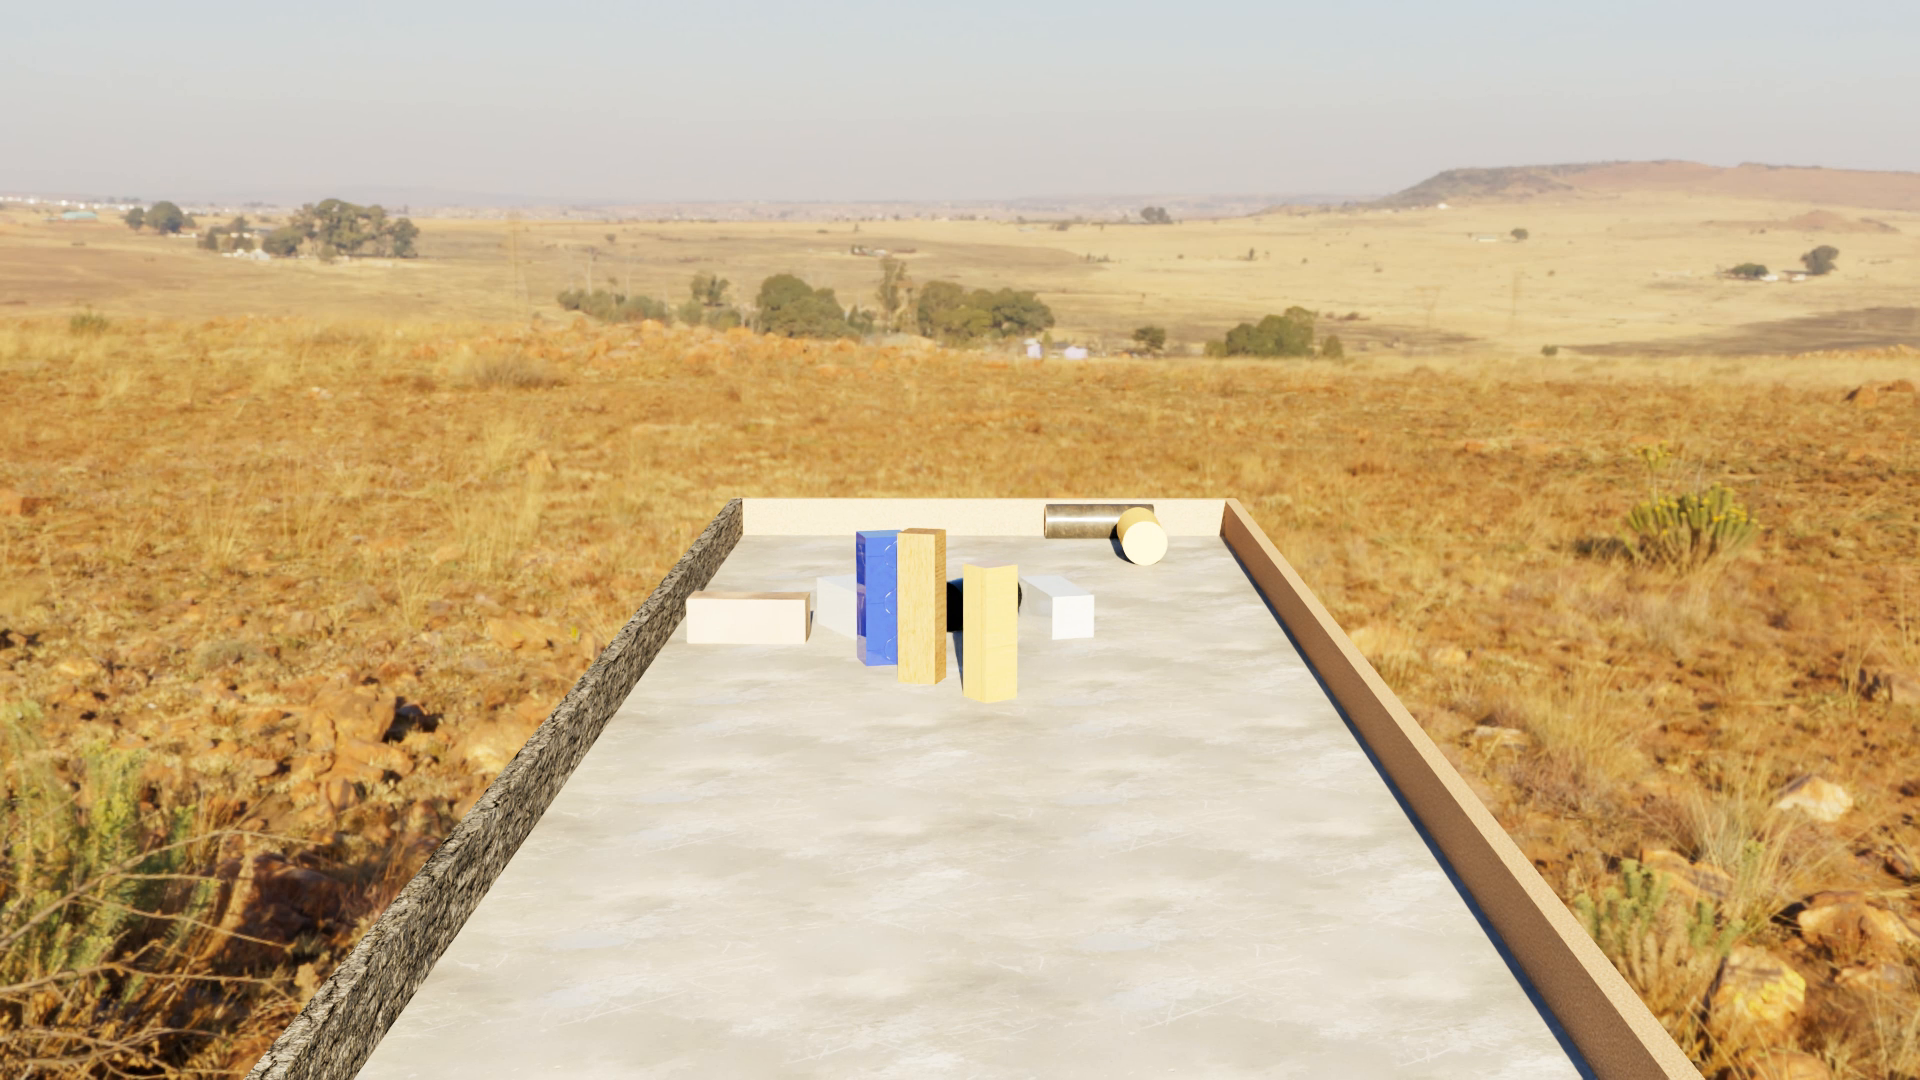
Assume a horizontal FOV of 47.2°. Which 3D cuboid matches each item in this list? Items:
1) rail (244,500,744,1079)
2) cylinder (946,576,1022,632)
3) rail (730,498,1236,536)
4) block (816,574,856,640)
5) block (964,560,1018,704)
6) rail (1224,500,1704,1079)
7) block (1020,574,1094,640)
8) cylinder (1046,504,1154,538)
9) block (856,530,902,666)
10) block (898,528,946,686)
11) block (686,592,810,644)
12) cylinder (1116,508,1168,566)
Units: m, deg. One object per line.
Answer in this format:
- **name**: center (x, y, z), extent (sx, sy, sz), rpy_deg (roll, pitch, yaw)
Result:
- **rail**: center (-1.004, 0.839, 3.234), extent (0.050, 0.150, 12.000), rpy_deg (0, 9, 1)
- **cylinder**: center (0.047, 0.197, 7.236), extent (0.166, 0.166, 0.316), rpy_deg (6, 11, 36)
- **rail**: center (0.099, -0.098, 9.147), extent (2.100, 0.150, 0.050), rpy_deg (0, 9, 1)
- **block**: center (-0.301, 0.226, 7.095), extent (0.153, 0.153, 0.456), rpy_deg (-4, 10, -26)
- **block**: center (0.085, 0.255, 6.181), extent (0.108, 0.381, 0.108), rpy_deg (-6, 11, -35)
- **rail**: center (1.046, 0.843, 3.208), extent (0.050, 0.150, 12.000), rpy_deg (0, 9, 1)
- **block**: center (0.313, 0.217, 7.205), extent (0.136, 0.136, 0.392), rpy_deg (-2, 9, -14)
- **cylinder**: center (0.574, -0.078, 9.043), extent (0.442, 0.144, 0.144), rpy_deg (0, 9, 0)
- **block**: center (-0.233, 0.174, 6.662), extent (0.137, 0.391, 0.137), rpy_deg (-2, 9, -15)
- **block**: center (-0.110, 0.192, 6.396), extent (0.113, 0.440, 0.113), rpy_deg (3, 9, 17)
- **block**: center (-0.671, 0.246, 7.004), extent (0.375, 0.141, 0.141), rpy_deg (0, 9, 3)
- **cylinder**: center (0.708, -0.017, 8.576), extent (0.169, 0.169, 0.376), rpy_deg (0, 9, 0)
